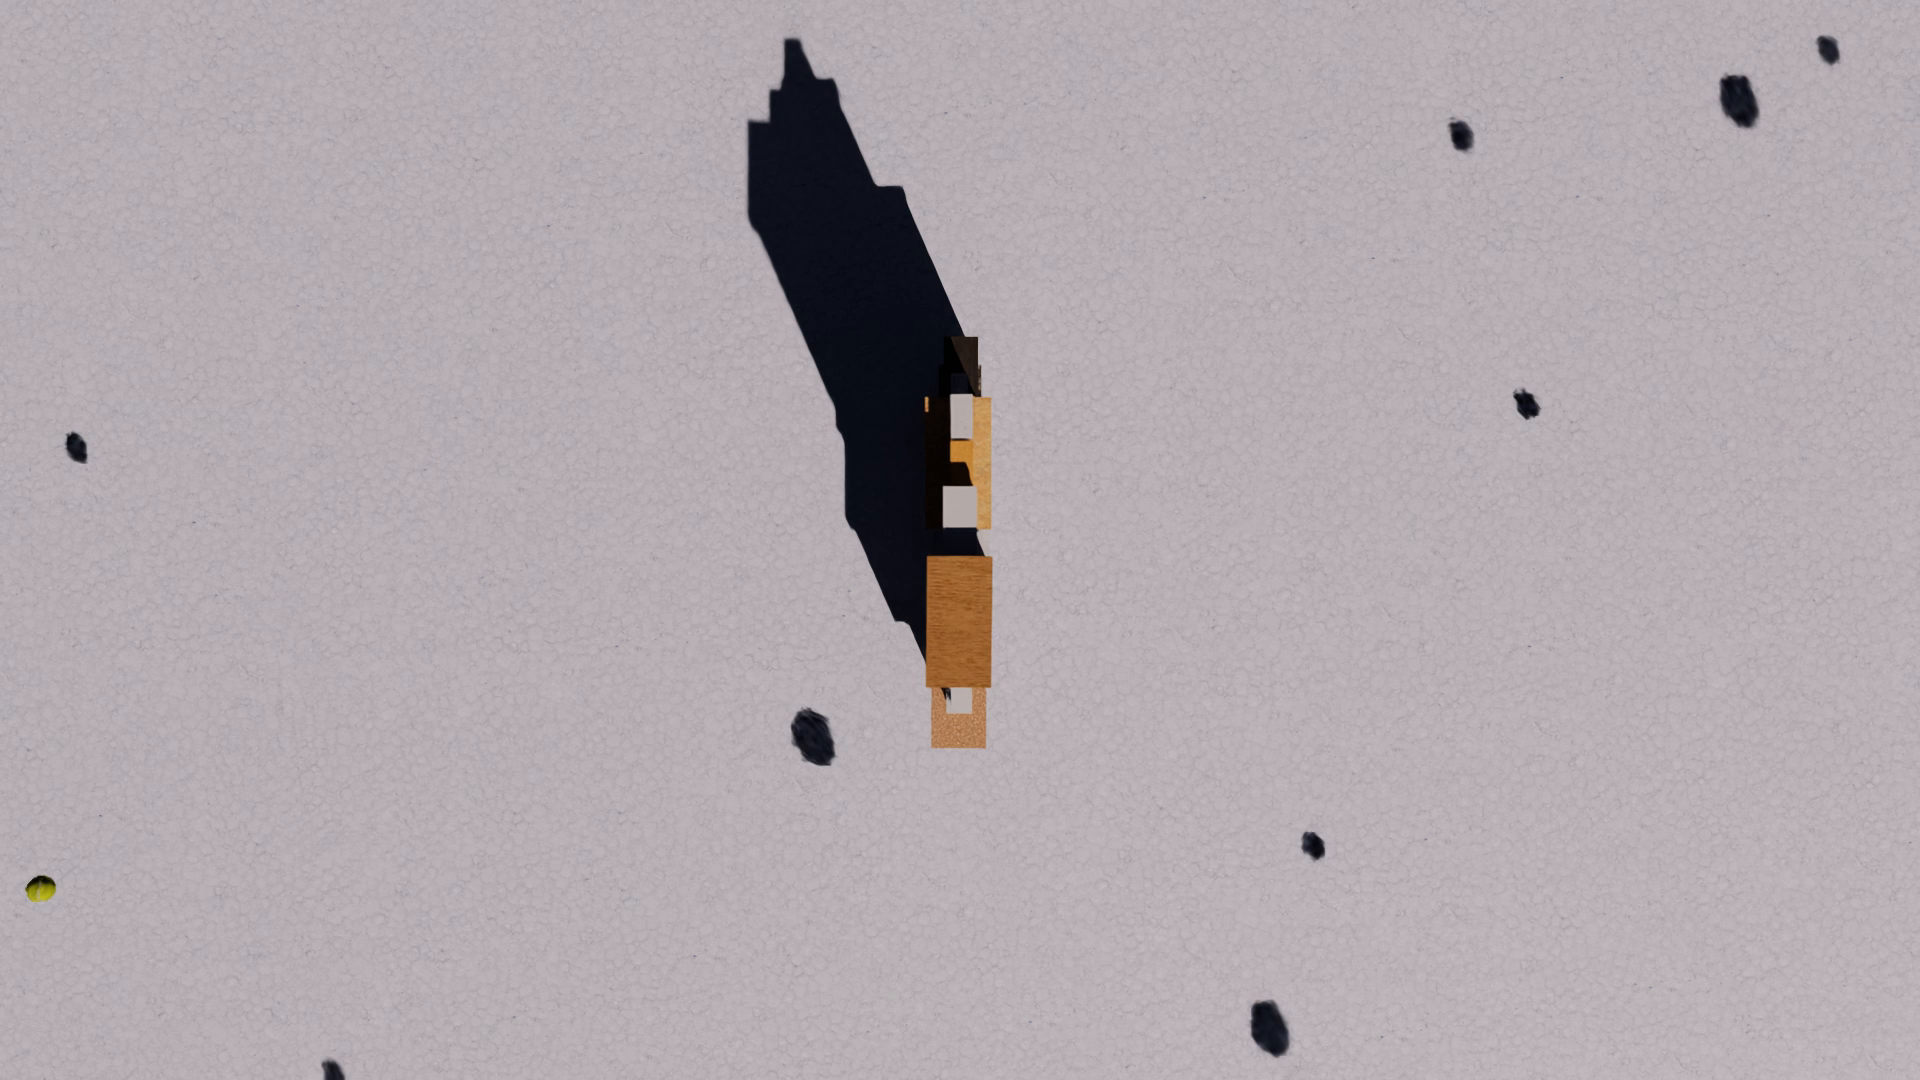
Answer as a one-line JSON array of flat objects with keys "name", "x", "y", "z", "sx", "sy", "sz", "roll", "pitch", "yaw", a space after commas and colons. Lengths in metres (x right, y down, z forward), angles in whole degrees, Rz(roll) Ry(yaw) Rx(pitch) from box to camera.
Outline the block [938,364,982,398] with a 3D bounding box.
[{"name": "block", "x": 0.000, "y": -0.417, "z": 5.212, "sx": 0.135, "sy": 0.038, "sz": 0.269, "roll": 0, "pitch": 90, "yaw": 0}]

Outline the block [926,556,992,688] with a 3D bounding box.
[{"name": "block", "x": -0.002, "y": 0.205, "z": 4.146, "sx": 0.164, "sy": 0.047, "sz": 0.329, "roll": 1, "pitch": 90, "yaw": 0}]

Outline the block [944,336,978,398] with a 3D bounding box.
[{"name": "block", "x": 0.003, "y": -0.508, "z": 4.970, "sx": 0.104, "sy": 0.029, "sz": 0.208, "roll": 0, "pitch": 90, "yaw": 0}]

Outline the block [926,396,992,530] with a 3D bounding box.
[{"name": "block", "x": -0.004, "y": -0.204, "z": 4.416, "sx": 0.176, "sy": 0.050, "sz": 0.353, "roll": 0, "pitch": 90, "yaw": 0}]

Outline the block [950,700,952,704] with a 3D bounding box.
[{"name": "block", "x": -0.002, "y": 0.454, "z": 4.622, "sx": 0.048, "sy": 0.096, "sz": 0.014, "roll": 0, "pitch": 86, "yaw": 0}]

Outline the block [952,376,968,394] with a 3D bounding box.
[{"name": "block", "x": 0.000, "y": -0.427, "z": 4.741, "sx": 0.045, "sy": 0.013, "sz": 0.090, "roll": 0, "pitch": 90, "yaw": 0}]

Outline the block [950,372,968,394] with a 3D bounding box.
[{"name": "block", "x": -0.002, "y": -0.439, "z": 4.844, "sx": 0.052, "sy": 0.015, "sz": 0.103, "roll": 0, "pitch": 90, "yaw": 0}]

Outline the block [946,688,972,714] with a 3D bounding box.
[{"name": "block", "x": -0.002, "y": 0.419, "z": 4.681, "sx": 0.073, "sy": 0.021, "sz": 0.146, "roll": 0, "pitch": 90, "yaw": 0}]

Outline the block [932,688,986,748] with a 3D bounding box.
[{"name": "block", "x": -0.004, "y": 0.450, "z": 4.860, "sx": 0.161, "sy": 0.046, "sz": 0.322, "roll": 0, "pitch": 90, "yaw": 0}]

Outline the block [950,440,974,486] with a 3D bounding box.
[{"name": "block", "x": 0.004, "y": -0.198, "z": 4.267, "sx": 0.058, "sy": 0.016, "sz": 0.116, "roll": 0, "pitch": 90, "yaw": 0}]

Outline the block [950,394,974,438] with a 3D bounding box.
[{"name": "block", "x": 0.004, "y": -0.320, "z": 4.269, "sx": 0.057, "sy": 0.016, "sz": 0.114, "roll": -1, "pitch": 90, "yaw": 0}]

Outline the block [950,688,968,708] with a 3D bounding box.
[{"name": "block", "x": -0.001, "y": 0.418, "z": 4.567, "sx": 0.048, "sy": 0.014, "sz": 0.096, "roll": -2, "pitch": 90, "yaw": 0}]

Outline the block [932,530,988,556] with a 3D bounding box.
[{"name": "block", "x": 0.002, "y": -0.079, "z": 4.817, "sx": 0.162, "sy": 0.046, "sz": 0.324, "roll": 0, "pitch": 90, "yaw": 0}]

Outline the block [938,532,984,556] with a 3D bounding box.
[{"name": "block", "x": 0.003, "y": 0.106, "z": 4.517, "sx": 0.130, "sy": 0.037, "sz": 0.259, "roll": 0, "pitch": 90, "yaw": 0}]

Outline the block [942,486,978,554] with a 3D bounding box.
[{"name": "block", "x": 0.000, "y": -0.050, "z": 4.206, "sx": 0.086, "sy": 0.024, "sz": 0.173, "roll": 0, "pitch": 90, "yaw": 0}]

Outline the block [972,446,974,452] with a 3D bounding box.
[{"name": "block", "x": 0.005, "y": -0.237, "z": 4.333, "sx": 0.058, "sy": 0.116, "sz": 0.016, "roll": 0, "pitch": 91, "yaw": 0}]
